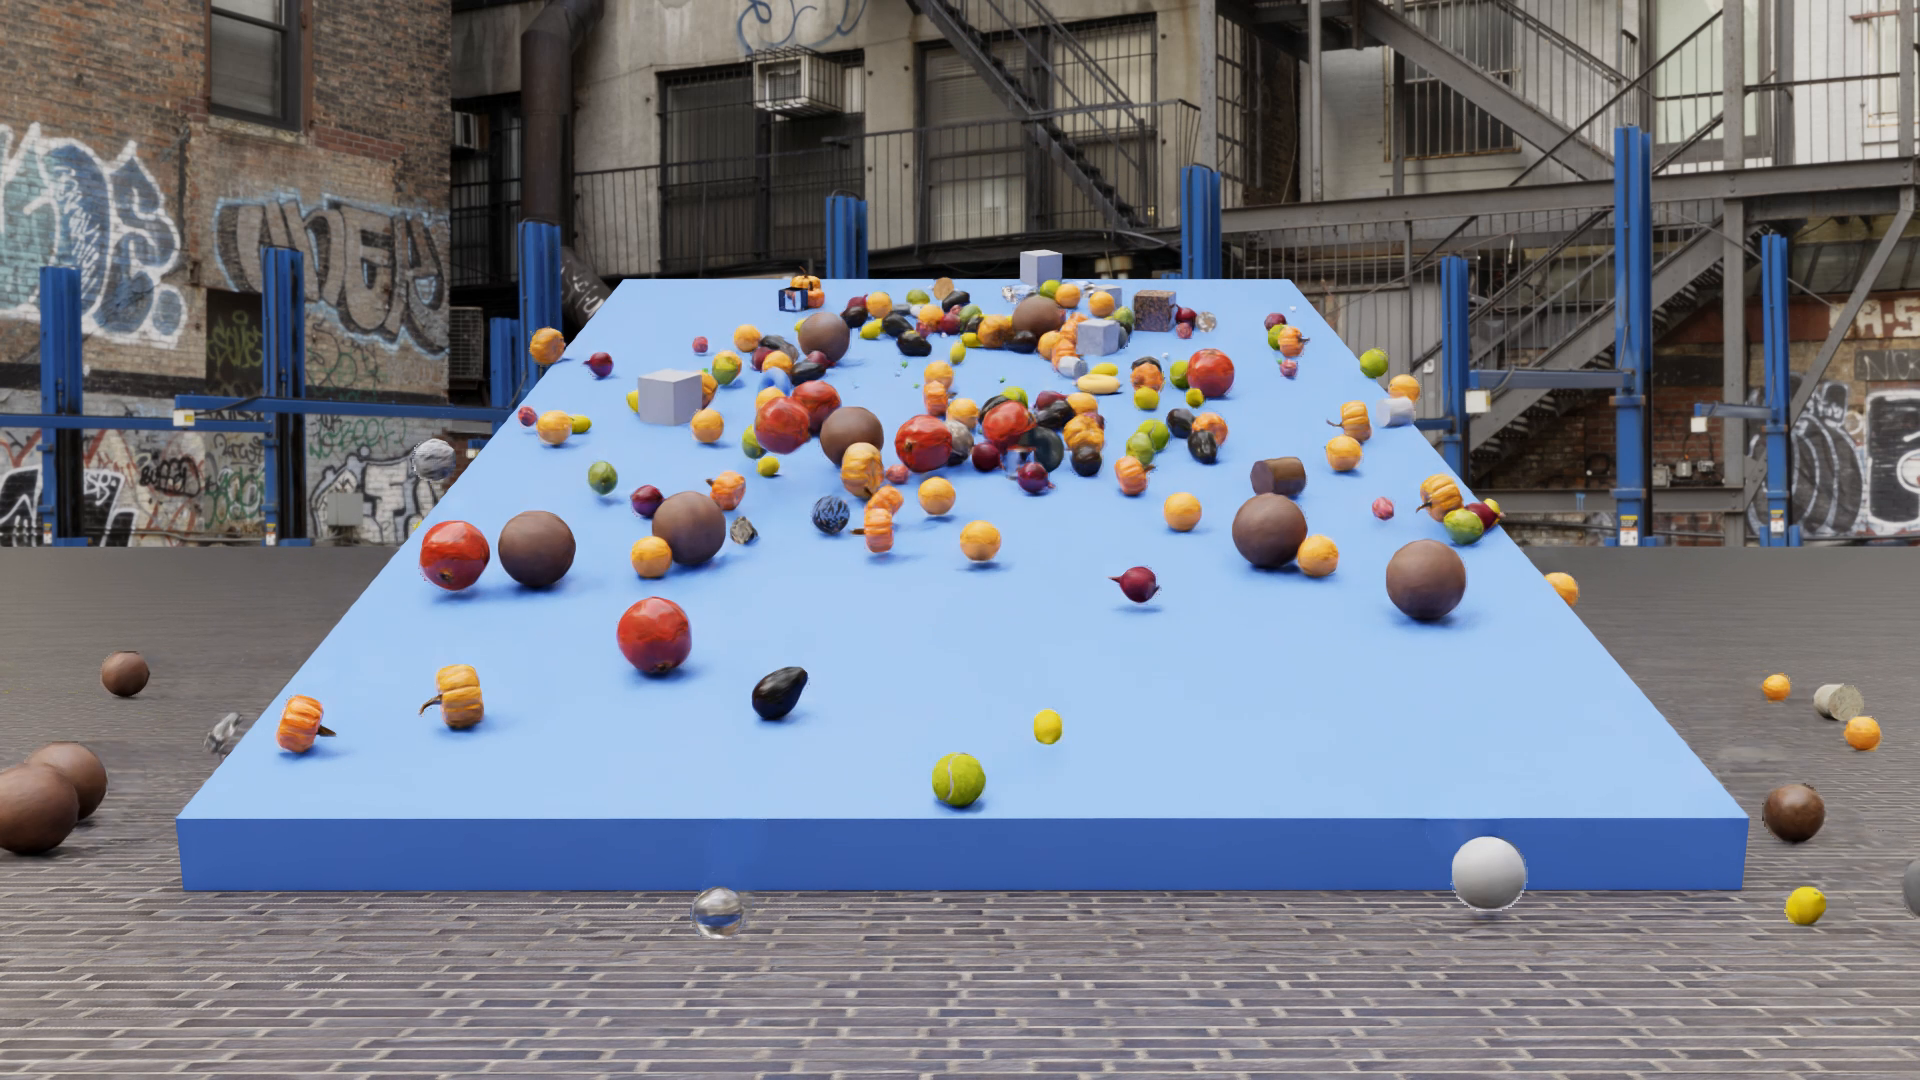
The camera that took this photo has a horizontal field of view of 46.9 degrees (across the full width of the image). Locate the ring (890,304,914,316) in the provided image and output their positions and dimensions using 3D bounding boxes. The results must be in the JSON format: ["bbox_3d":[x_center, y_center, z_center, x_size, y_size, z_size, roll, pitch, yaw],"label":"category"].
[{"bbox_3d":[-0.156,-0.636,6.111,0.075,0.025,0.075,-1,17,0],"label":"ring"}]

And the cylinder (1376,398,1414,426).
[{"bbox_3d":[0.951,-0.280,4.849,0.060,0.060,0.060,-6,2,-21],"label":"cylinder"}]

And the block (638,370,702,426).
[{"bbox_3d":[-0.640,-0.315,4.892,0.100,0.100,0.100,10,19,30],"label":"block"}]

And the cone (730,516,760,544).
[{"bbox_3d":[-0.379,-0.013,3.998,0.051,0.051,0.051,0,-10,36],"label":"cone"}]

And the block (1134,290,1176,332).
[{"bbox_3d":[0.520,-0.611,5.907,0.094,0.094,0.094,5,17,16],"label":"block"}]

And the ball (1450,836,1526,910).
[{"bbox_3d":[0.621,0.391,2.602,0.085,0.085,0.085,0,0,0],"label":"ball"}]

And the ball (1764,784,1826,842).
[{"bbox_3d":[1.244,0.407,3.301,0.086,0.086,0.086,0,0,0],"label":"ball"}]

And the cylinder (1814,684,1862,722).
[{"bbox_3d":[2.192,0.406,5.531,0.086,0.086,0.086,0,0,-3],"label":"cylinder"}]

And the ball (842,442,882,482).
[{"bbox_3d":[-0.193,-0.154,4.386,0.081,0.081,0.081,0,0,0],"label":"ball"}]

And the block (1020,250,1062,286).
[{"bbox_3d":[0.241,-0.808,6.576,0.090,0.090,0.090,-10,19,-31],"label":"block"}]

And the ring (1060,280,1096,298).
[{"bbox_3d":[0.341,-0.722,6.380,0.111,0.037,0.111,0,18,0],"label":"ring"}]

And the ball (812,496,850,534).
[{"bbox_3d":[-0.236,-0.046,4.039,0.070,0.070,0.070,0,0,0],"label":"ball"}]

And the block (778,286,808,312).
[{"bbox_3d":[-0.464,-0.668,6.158,0.058,0.058,0.058,10,19,31],"label":"block"}]

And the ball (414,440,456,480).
[{"bbox_3d":[-1.116,-0.171,4.711,0.088,0.088,0.088,0,0,0],"label":"ball"}]

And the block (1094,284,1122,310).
[{"bbox_3d":[0.413,-0.682,6.209,0.057,0.057,0.057,-10,19,-30],"label":"block"}]

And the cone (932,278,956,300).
[{"bbox_3d":[-0.030,-0.709,6.347,0.069,0.069,0.069,0,-13,32],"label":"cone"}]

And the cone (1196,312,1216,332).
[{"bbox_3d":[0.651,-0.573,5.897,0.058,0.058,0.058,0,-10,-3],"label":"cone"}]

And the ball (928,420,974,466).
[{"bbox_3d":[-0.017,-0.197,4.510,0.092,0.092,0.092,0,0,0],"label":"ball"}]

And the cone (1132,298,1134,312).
[{"bbox_3d":[0.495,-0.637,6.106,0.067,0.067,0.067,0,-11,-12],"label":"cone"}]

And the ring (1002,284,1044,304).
[{"bbox_3d":[0.179,-0.698,6.293,0.123,0.041,0.123,1,17,0],"label":"ring"}]

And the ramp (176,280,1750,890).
[{"bbox_3d":[-0.002,-0.167,4.746,2.000,0.100,4.000,0,17,0],"label":"ramp"}]

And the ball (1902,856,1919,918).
[{"bbox_3d":[1.093,0.387,2.464,0.083,0.083,0.083,0,0,0],"label":"ball"}]

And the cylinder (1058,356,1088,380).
[{"bbox_3d":[0.272,-0.414,5.315,0.051,0.051,0.051,0,13,-43],"label":"cylinder"}]

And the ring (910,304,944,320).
[{"bbox_3d":[-0.091,-0.624,6.060,0.094,0.031,0.094,1,16,0],"label":"ring"}]

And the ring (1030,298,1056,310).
[{"bbox_3d":[0.233,-0.661,6.194,0.078,0.026,0.078,1,17,0],"label":"ring"}]

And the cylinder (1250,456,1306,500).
[{"bbox_3d":[0.615,-0.121,4.283,0.076,0.076,0.076,-9,4,-27],"label":"cylinder"}]

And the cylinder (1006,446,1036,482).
[{"bbox_3d":[0.122,-0.153,4.419,0.060,0.060,0.060,0,17,0],"label":"cylinder"}]

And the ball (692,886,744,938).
[{"bbox_3d":[-0.273,0.420,2.498,0.058,0.058,0.058,0,0,0],"label":"ball"}]

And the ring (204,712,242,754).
[{"bbox_3d":[-1.556,0.406,4.673,0.035,0.105,0.105,38,-5,-7],"label":"ring"}]

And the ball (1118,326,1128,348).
[{"bbox_3d":[0.397,-0.519,5.652,0.062,0.062,0.062,0,0,0],"label":"ball"}]

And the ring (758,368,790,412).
[{"bbox_3d":[-0.417,-0.337,4.968,0.034,0.102,0.102,3,-2,-39],"label":"ring"}]

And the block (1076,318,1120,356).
[{"bbox_3d":[0.349,-0.512,5.601,0.077,0.077,0.077,11,20,33],"label":"block"}]

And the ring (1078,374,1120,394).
[{"bbox_3d":[0.323,-0.363,5.178,0.101,0.034,0.101,1,16,0],"label":"ring"}]
